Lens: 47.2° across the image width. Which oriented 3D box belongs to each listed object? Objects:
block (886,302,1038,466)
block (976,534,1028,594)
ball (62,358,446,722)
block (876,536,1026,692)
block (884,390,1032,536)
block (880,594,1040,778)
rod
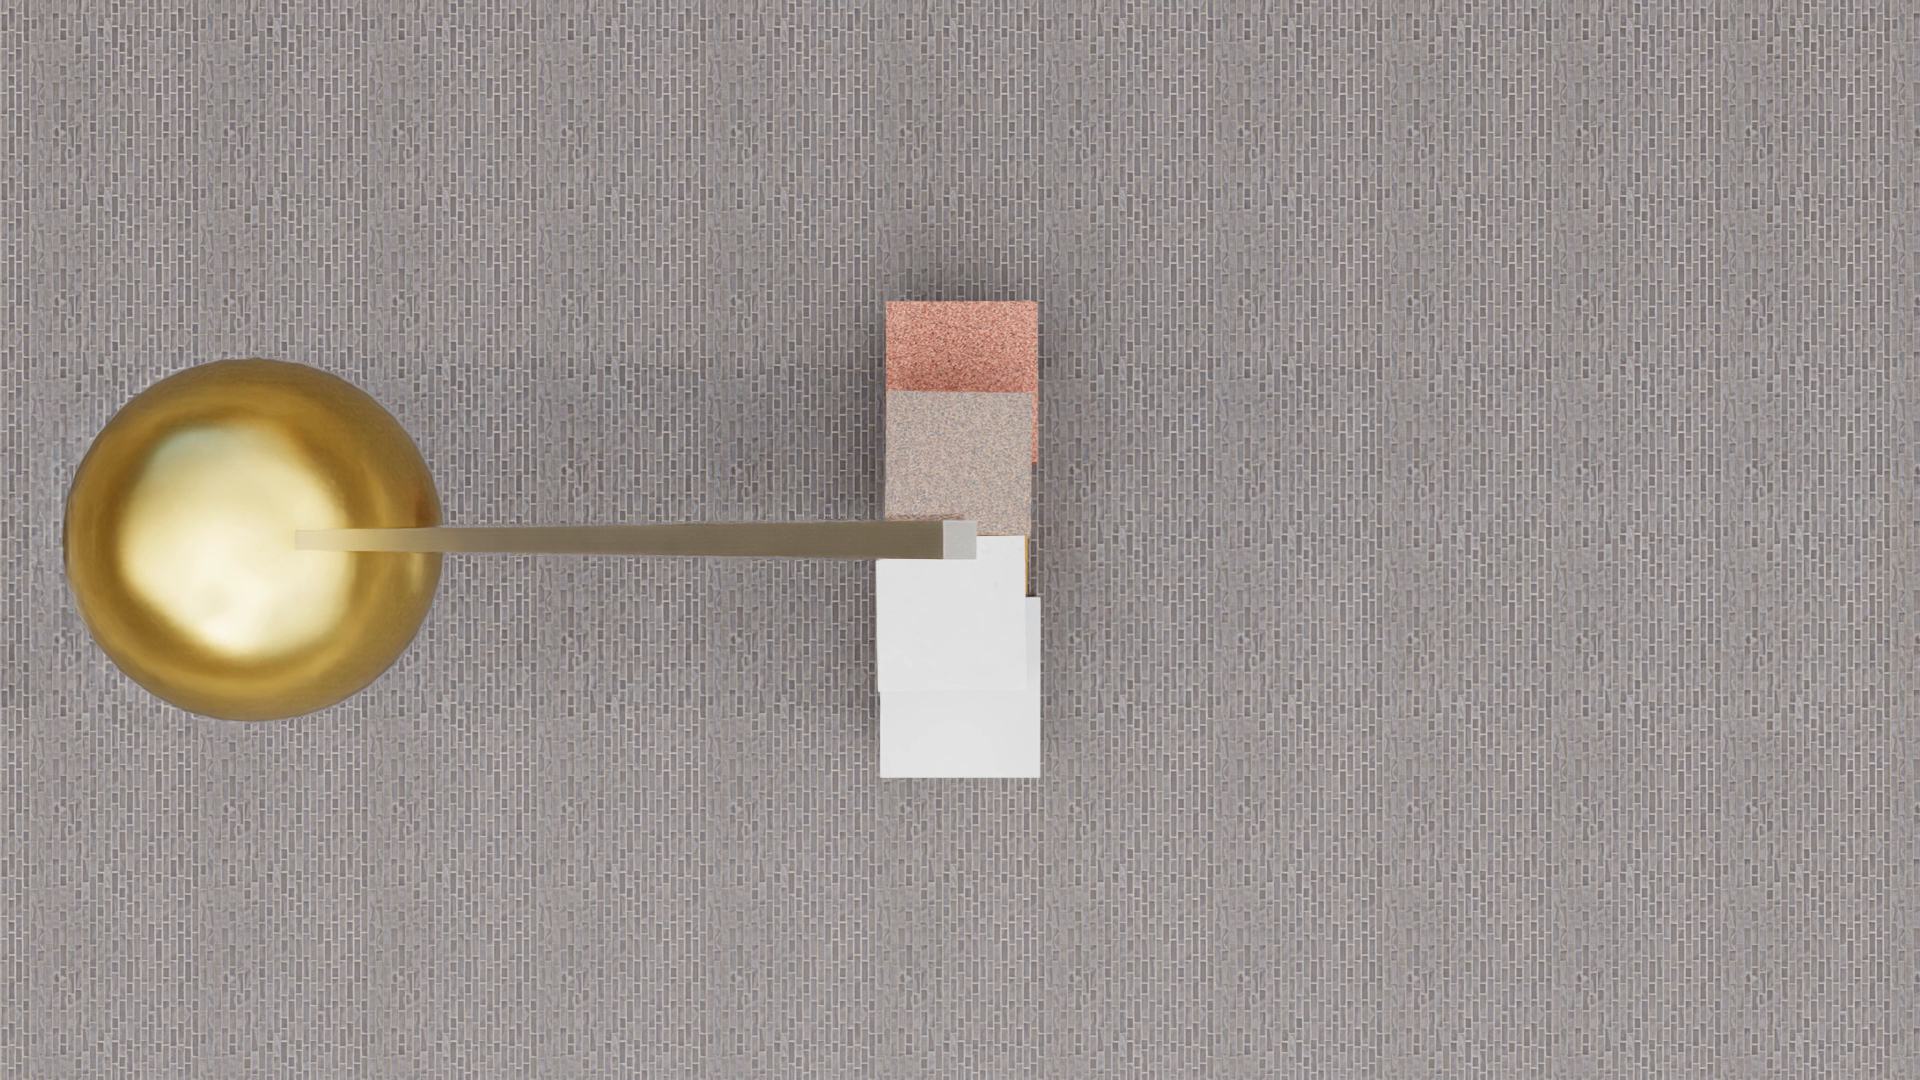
[{"bbox_3d":[0.011,-0.869,12.540,0.832,0.920,0.883,0,90,0],"label":"block"},{"bbox_3d":[-0.013,-0.055,12.658,0.785,0.684,0.725,0,90,0],"label":"block"},{"bbox_3d":[-3.079,0.000,9.651,1.600,1.600,1.600,0,90,0],"label":"ball"},{"bbox_3d":[-0.045,0.378,11.732,0.766,0.816,0.794,-1,90,0],"label":"block"},{"bbox_3d":[-0.006,-0.401,11.697,0.751,0.767,0.734,1,91,0],"label":"block"},{"bbox_3d":[0.001,0.814,12.570,0.882,0.860,0.993,0,90,0],"label":"block"},{"bbox_3d":[-1.334,0.000,6.733,0.080,5.200,0.080,0,90,-31],"label":"rod"}]
